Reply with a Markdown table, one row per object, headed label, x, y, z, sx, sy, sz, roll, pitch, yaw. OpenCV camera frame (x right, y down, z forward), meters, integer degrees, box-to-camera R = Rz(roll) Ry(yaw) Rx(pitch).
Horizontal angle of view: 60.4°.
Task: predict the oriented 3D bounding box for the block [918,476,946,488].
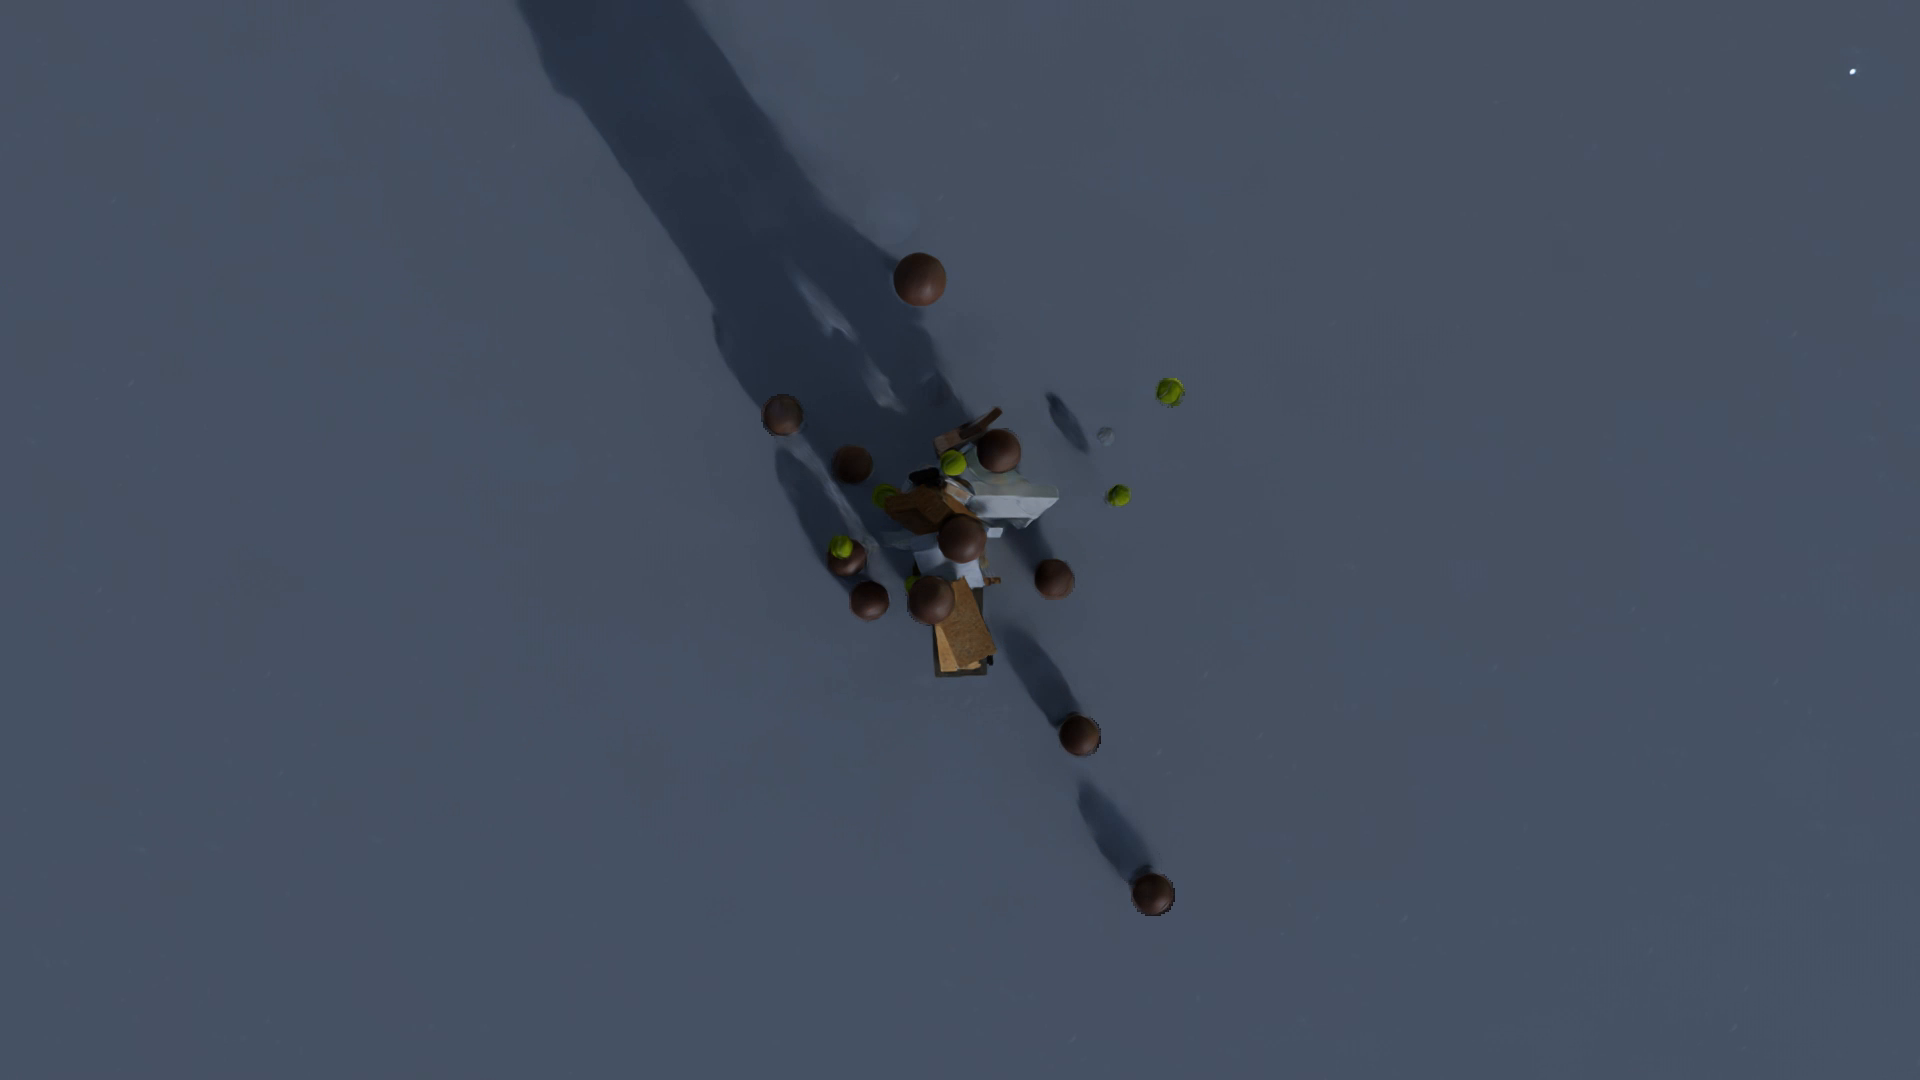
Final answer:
| label | x | y | z | sx | sy | sz | roll | pitch | yaw |
| --- | --- | --- | --- | --- | --- | --- | --- | --- | --- |
| block | -0.078 | -0.154 | 4.505 | 0.060 | 0.121 | 0.017 | -12 | 87 | 5 |

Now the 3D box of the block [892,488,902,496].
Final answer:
| label | x | y | z | sx | sy | sz | roll | pitch | yaw |
| --- | --- | --- | --- | --- | --- | --- | --- | --- | --- |
| block | -0.168 | -0.122 | 5.491 | 0.130 | 0.018 | 0.065 | 21 | 90 | 0 |

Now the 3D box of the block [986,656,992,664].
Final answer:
| label | x | y | z | sx | sy | sz | roll | pitch | yaw |
| --- | --- | --- | --- | --- | --- | --- | --- | --- | --- |
| block | 0.023 | 0.334 | 5.156 | 0.151 | 0.686 | 0.043 | 1 | 91 | 0 |

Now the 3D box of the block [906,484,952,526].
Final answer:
| label | x | y | z | sx | sy | sz | roll | pitch | yaw |
| --- | --- | --- | --- | --- | --- | --- | --- | --- | --- |
| block | -0.081 | -0.093 | 4.355 | 0.060 | 0.017 | 0.121 | -41 | 58 | -9 |

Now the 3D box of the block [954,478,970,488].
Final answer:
| label | x | y | z | sx | sy | sz | roll | pitch | yaw |
| --- | --- | --- | --- | --- | --- | --- | --- | --- | --- |
| block | 0.004 | -0.098 | 5.443 | 0.108 | 0.030 | 0.215 | 1 | 66 | 0 |

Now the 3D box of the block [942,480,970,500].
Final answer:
| label | x | y | z | sx | sy | sz | roll | pitch | yaw |
| --- | --- | --- | --- | --- | --- | --- | --- | --- | --- |
| block | -0.039 | -0.154 | 4.706 | 0.080 | 0.159 | 0.023 | 29 | 94 | 24 |

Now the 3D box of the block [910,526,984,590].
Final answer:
| label | x | y | z | sx | sy | sz | roll | pitch | yaw |
| --- | --- | --- | --- | --- | --- | --- | --- | --- | --- |
| block | -0.032 | 0.063 | 4.605 | 0.163 | 0.368 | 0.046 | -12 | 68 | 2 |

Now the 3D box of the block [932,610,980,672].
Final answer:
| label | x | y | z | sx | sy | sz | roll | pitch | yaw |
| --- | --- | --- | --- | --- | --- | --- | --- | --- | --- |
| block | -0.009 | 0.281 | 4.678 | 0.113 | 0.032 | 0.227 | -7 | 133 | 0 |

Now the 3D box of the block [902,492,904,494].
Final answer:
| label | x | y | z | sx | sy | sz | roll | pitch | yaw |
| --- | --- | --- | --- | --- | --- | --- | --- | --- | --- |
| block | -0.085 | -0.115 | 4.950 | 0.107 | 0.214 | 0.030 | -53 | 46 | 6 |

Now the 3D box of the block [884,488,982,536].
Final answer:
| label | x | y | z | sx | sy | sz | roll | pitch | yaw |
| --- | --- | --- | --- | --- | --- | --- | --- | --- | --- |
| block | -0.071 | -0.066 | 4.657 | 0.163 | 0.326 | 0.046 | -12 | 70 | 18 |

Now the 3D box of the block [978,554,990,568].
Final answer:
| label | x | y | z | sx | sy | sz | roll | pitch | yaw |
| --- | --- | --- | --- | --- | --- | --- | --- | --- | --- |
| block | 0.019 | 0.040 | 5.292 | 0.076 | 0.022 | 0.152 | -29 | 59 | -17 |

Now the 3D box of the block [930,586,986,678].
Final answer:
| label | x | y | z | sx | sy | sz | roll | pitch | yaw |
| --- | --- | --- | --- | --- | --- | --- | --- | --- | --- |
| block | -0.006 | 0.245 | 4.798 | 0.151 | 0.043 | 0.302 | -3 | 85 | 0 |

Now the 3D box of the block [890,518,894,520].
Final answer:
| label | x | y | z | sx | sy | sz | roll | pitch | yaw |
| --- | --- | --- | --- | --- | --- | --- | --- | --- | --- |
| block | -0.163 | -0.095 | 5.471 | 0.130 | 0.018 | 0.065 | 7 | 97 | 2 |

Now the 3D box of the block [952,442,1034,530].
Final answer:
| label | x | y | z | sx | sy | sz | roll | pitch | yaw |
| --- | --- | --- | --- | --- | --- | --- | --- | --- | --- |
| block | 0.137 | -0.181 | 5.404 | 0.308 | 0.154 | 0.044 | 41 | 131 | 8 |

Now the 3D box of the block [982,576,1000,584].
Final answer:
| label | x | y | z | sx | sy | sz | roll | pitch | yaw |
| --- | --- | --- | --- | --- | --- | --- | --- | --- | --- |
| block | 0.036 | 0.129 | 5.211 | 0.076 | 0.278 | 0.022 | -4 | 91 | -22 |

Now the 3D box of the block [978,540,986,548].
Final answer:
| label | x | y | z | sx | sy | sz | roll | pitch | yaw |
| --- | --- | --- | --- | --- | --- | --- | --- | --- | --- |
| block | 0.018 | -0.027 | 5.286 | 0.076 | 0.022 | 0.152 | -29 | 55 | 5 |

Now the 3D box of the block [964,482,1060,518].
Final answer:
| label | x | y | z | sx | sy | sz | roll | pitch | yaw |
| --- | --- | --- | --- | --- | --- | --- | --- | --- | --- |
| block | 0.142 | -0.123 | 5.201 | 0.308 | 0.154 | 0.044 | 1 | 65 | -29 |

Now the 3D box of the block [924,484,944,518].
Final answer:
| label | x | y | z | sx | sy | sz | roll | pitch | yaw |
| --- | --- | --- | --- | --- | --- | --- | --- | --- | --- |
| block | -0.074 | -0.105 | 4.422 | 0.060 | 0.121 | 0.017 | -21 | 120 | 5 |

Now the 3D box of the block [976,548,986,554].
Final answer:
| label | x | y | z | sx | sy | sz | roll | pitch | yaw |
| --- | --- | --- | --- | --- | --- | --- | --- | --- | --- |
| block | 0.018 | 0.035 | 5.121 | 0.065 | 0.130 | 0.018 | -4 | 89 | 34 |

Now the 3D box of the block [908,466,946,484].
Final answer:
| label | x | y | z | sx | sy | sz | roll | pitch | yaw |
| --- | --- | --- | --- | --- | --- | --- | --- | --- | --- |
| block | -0.087 | -0.174 | 4.499 | 0.080 | 0.159 | 0.023 | -13 | 86 | 6 |

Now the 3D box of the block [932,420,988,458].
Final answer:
| label | x | y | z | sx | sy | sz | roll | pitch | yaw |
| --- | --- | --- | --- | --- | --- | --- | --- | --- | --- |
| block | -0.006 | -0.316 | 5.136 | 0.154 | 0.727 | 0.044 | -26 | 92 | 0 |

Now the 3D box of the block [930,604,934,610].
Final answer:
| label | x | y | z | sx | sy | sz | roll | pitch | yaw |
| --- | --- | --- | --- | --- | --- | --- | --- | --- | --- |
| block | -0.020 | 0.189 | 4.666 | 0.113 | 0.227 | 0.032 | -7 | 71 | 1 |

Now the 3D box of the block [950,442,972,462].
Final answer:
| label | x | y | z | sx | sy | sz | roll | pitch | yaw |
| --- | --- | --- | --- | --- | --- | --- | --- | --- | --- |
| block | 0.006 | -0.288 | 5.434 | 0.061 | 0.122 | 0.017 | -35 | 89 | -10 |

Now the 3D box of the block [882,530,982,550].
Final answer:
| label | x | y | z | sx | sy | sz | roll | pitch | yaw |
| --- | --- | --- | --- | --- | --- | --- | --- | --- | --- |
| block | -0.083 | -0.001 | 5.016 | 0.163 | 0.326 | 0.046 | -5 | 86 | 28 |

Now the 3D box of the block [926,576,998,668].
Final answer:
| label | x | y | z | sx | sy | sz | roll | pitch | yaw |
| --- | --- | --- | --- | --- | --- | --- | --- | --- | --- |
| block | 0.005 | 0.226 | 4.545 | 0.113 | 0.032 | 0.227 | -23 | 97 | 4 |

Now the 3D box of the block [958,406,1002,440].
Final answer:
| label | x | y | z | sx | sy | sz | roll | pitch | yaw |
| --- | --- | --- | --- | --- | --- | --- | --- | --- | --- |
| block | 0.056 | -0.330 | 4.683 | 0.080 | 0.159 | 0.023 | -43 | 99 | -20 |

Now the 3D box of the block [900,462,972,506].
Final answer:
| label | x | y | z | sx | sy | sz | roll | pitch | yaw |
| --- | --- | --- | --- | --- | --- | --- | --- | --- | --- |
| block | -0.069 | -0.145 | 4.879 | 0.107 | 0.214 | 0.030 | -47 | 46 | 13 |

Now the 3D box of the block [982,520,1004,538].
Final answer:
| label | x | y | z | sx | sy | sz | roll | pitch | yaw |
| --- | --- | --- | --- | --- | --- | --- | --- | --- | --- |
| block | 0.059 | -0.040 | 5.081 | 0.107 | 0.214 | 0.030 | 20 | 95 | 13 |
